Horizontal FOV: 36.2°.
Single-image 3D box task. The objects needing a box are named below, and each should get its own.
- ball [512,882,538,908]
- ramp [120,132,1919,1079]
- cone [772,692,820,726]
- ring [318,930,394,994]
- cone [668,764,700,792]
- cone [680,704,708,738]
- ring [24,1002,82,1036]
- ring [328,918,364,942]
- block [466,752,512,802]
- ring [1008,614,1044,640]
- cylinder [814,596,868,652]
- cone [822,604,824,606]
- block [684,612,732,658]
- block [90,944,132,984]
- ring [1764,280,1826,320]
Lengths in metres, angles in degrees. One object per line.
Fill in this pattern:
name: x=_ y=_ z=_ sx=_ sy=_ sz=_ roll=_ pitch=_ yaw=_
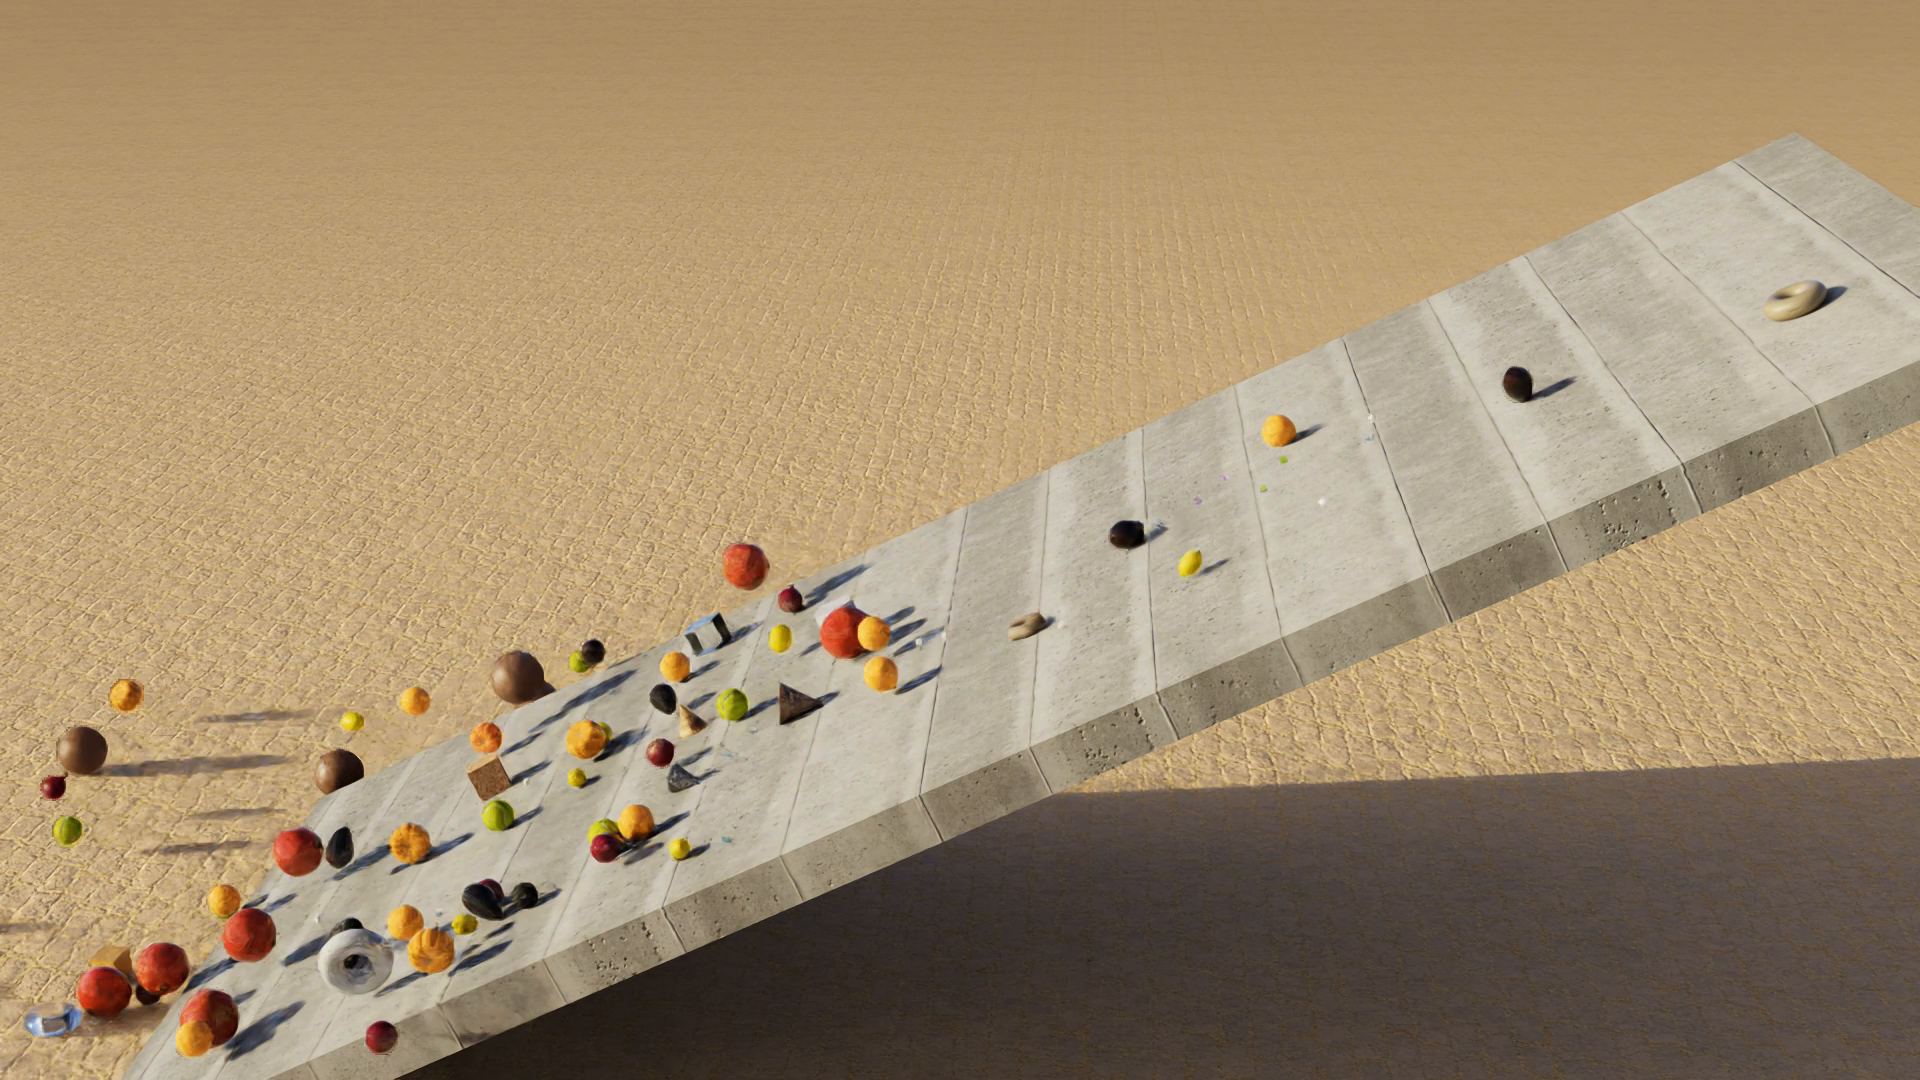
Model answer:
ball: x=-0.858 y=0.701 z=5.800 sx=0.052 sy=0.052 sz=0.052 roll=0 pitch=16 yaw=0
ramp: x=0.136 y=0.168 z=6.282 sx=4.000 sy=0.100 sz=2.000 roll=-24 pitch=13 yaw=9
cone: x=-0.335 y=0.344 z=6.197 sx=0.092 sy=0.092 sz=0.092 roll=-24 pitch=21 yaw=-11
ring: x=-1.169 y=0.817 z=5.694 sx=0.145 sy=0.145 sz=0.048 roll=-4 pitch=31 yaw=-15
cone: x=-0.563 y=0.497 z=6.073 sx=0.061 sy=0.061 sz=0.061 roll=9 pitch=18 yaw=20
cone: x=-0.601 y=0.389 z=6.466 sx=0.070 sy=0.070 sz=0.070 roll=-25 pitch=13 yaw=6
ring: x=-1.987 y=1.049 z=6.442 sx=0.124 sy=0.041 sz=0.124 roll=-1 pitch=16 yaw=0
ring: x=-1.251 y=0.826 z=5.976 sx=0.041 sy=0.122 sz=0.122 roll=22 pitch=2 yaw=-32
block: x=-1.086 y=0.545 z=6.773 sx=0.076 sy=0.076 sz=0.076 roll=-28 pitch=13 yaw=-8
ring: x=0.134 y=0.176 z=5.980 sx=0.083 sy=0.028 sz=0.083 roll=-24 pitch=14 yaw=7
cylinder: x=-0.264 y=0.188 z=6.546 sx=0.093 sy=0.093 sz=0.093 roll=-25 pitch=13 yaw=6
cone: x=-0.304 y=0.172 z=6.766 sx=0.054 sy=0.054 sz=0.054 roll=-25 pitch=13 yaw=6
block: x=-0.608 y=0.229 z=7.090 sx=0.071 sy=0.071 sz=0.071 roll=-17 pitch=16 yaw=35
block: x=-1.928 y=0.965 z=6.684 sx=0.062 sy=0.062 sz=0.062 roll=4 pitch=25 yaw=16
ring: x=1.591 y=-0.456 z=5.603 sx=0.123 sy=0.041 sz=0.123 roll=-24 pitch=14 yaw=7
